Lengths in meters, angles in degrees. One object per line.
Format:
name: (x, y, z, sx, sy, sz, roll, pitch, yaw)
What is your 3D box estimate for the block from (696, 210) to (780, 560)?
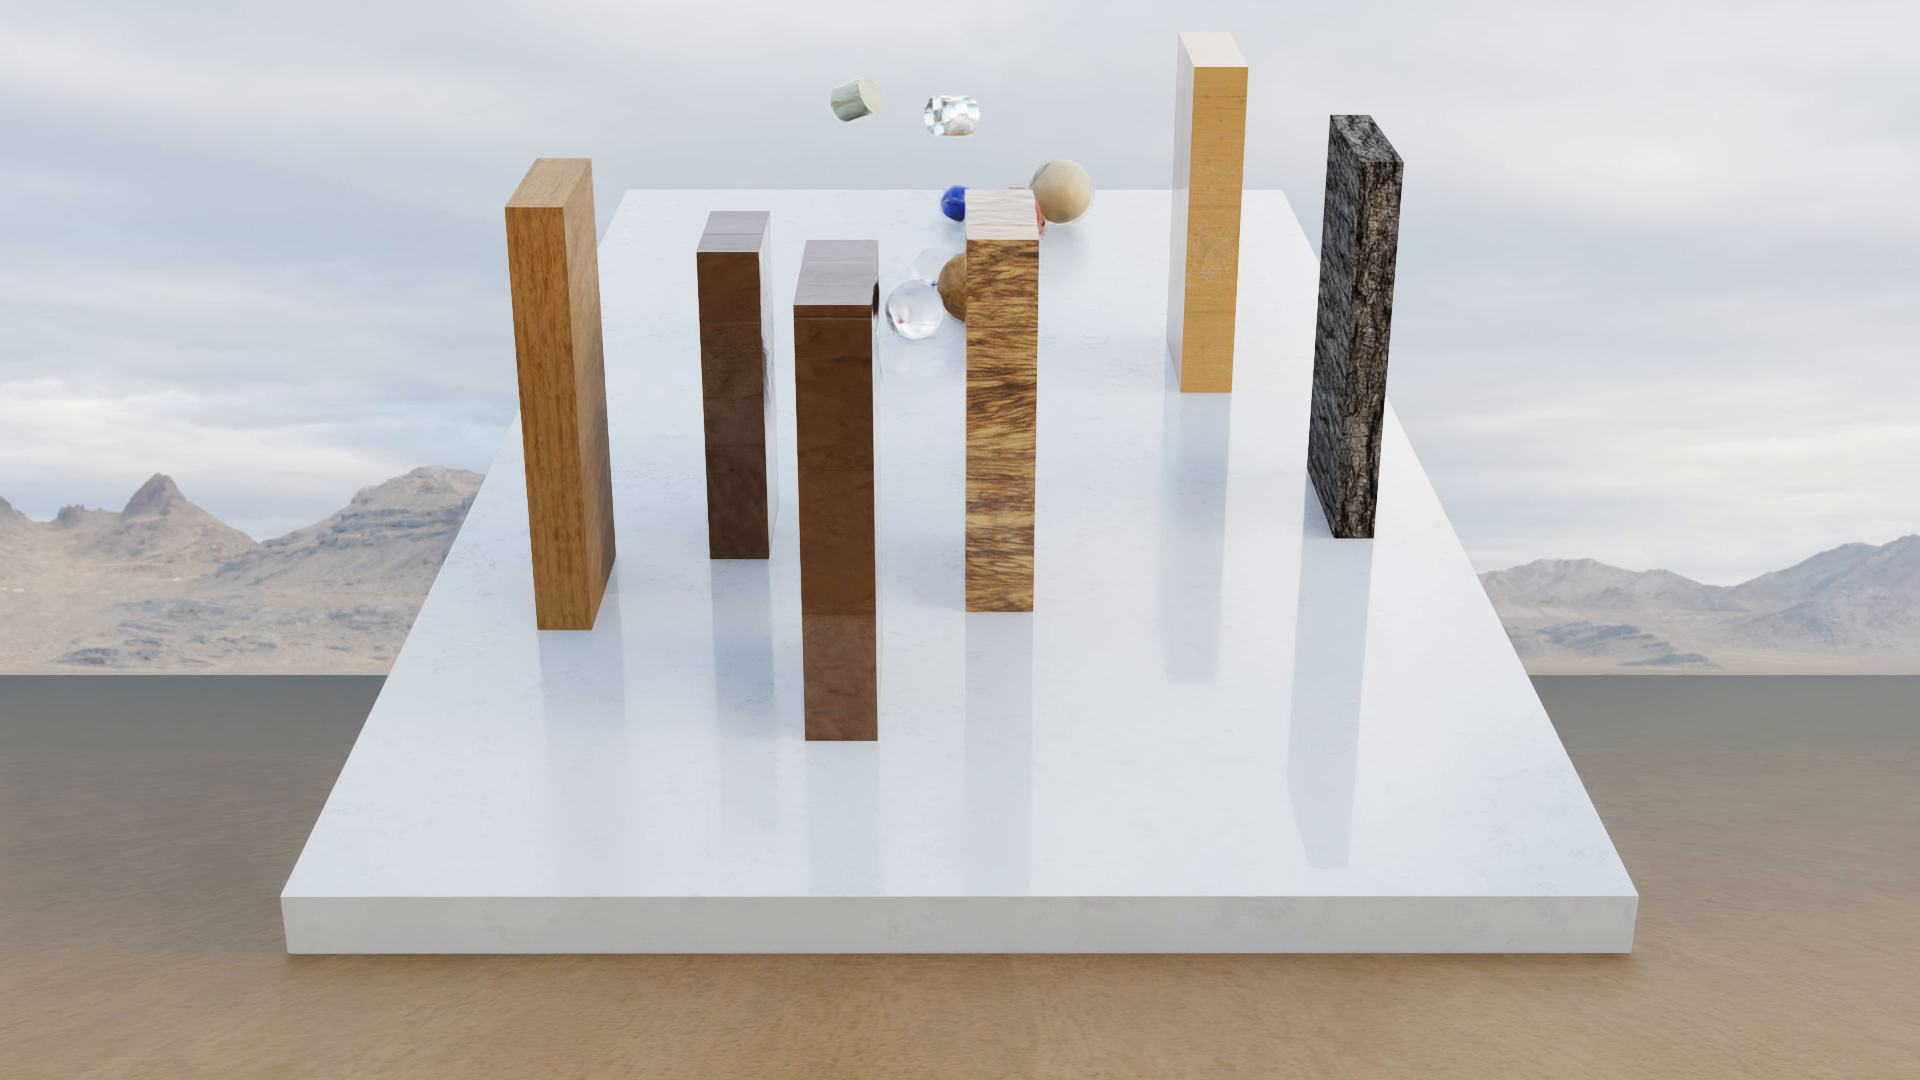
block: (-0.431, -0.304, 4.538, 0.116, 0.621, 0.283, 0, 23, 0)

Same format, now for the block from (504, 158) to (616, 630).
block: (-0.722, -0.266, 4.233, 0.099, 0.793, 0.337, 0, 23, 0)

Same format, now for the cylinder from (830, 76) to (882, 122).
cylinder: (-0.296, -1.259, 6.618, 0.105, 0.105, 0.105, -11, -9, 35)

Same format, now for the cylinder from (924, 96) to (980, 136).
cylinder: (-0.024, -1.263, 6.902, 0.115, 0.115, 0.115, -8, 2, -40)

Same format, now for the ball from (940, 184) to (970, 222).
ball: (-0.003, -0.981, 6.745, 0.105, 0.105, 0.105, 0, -3, 0)

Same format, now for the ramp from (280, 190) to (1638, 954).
ramp: (-0.008, -0.227, 5.268, 2.000, 0.100, 4.000, 0, 23, 0)

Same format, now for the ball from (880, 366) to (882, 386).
ball: (-0.246, -0.376, 5.311, 0.137, 0.137, 0.137, 0, -3, 0)

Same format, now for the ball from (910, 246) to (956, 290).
ball: (-0.059, -0.693, 6.038, 0.142, 0.142, 0.142, 0, -3, 0)

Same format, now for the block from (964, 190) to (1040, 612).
block: (0.073, -0.261, 4.323, 0.126, 0.715, 0.337, 0, 23, 0)

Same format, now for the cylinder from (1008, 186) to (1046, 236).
cylinder: (0.167, -0.917, 6.562, 0.134, 0.134, 0.134, 0, 23, -7)

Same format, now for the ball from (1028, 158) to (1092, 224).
ball: (0.289, -1.005, 6.675, 0.185, 0.185, 0.185, 0, -3, 0)

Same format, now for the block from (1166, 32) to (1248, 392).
block: (0.575, -0.772, 5.443, 0.120, 0.762, 0.391, 0, 23, 0)

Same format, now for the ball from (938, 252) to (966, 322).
ball: (0.034, -0.641, 5.867, 0.182, 0.182, 0.182, 0, -3, 0)

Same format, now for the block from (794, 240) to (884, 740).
block: (-0.197, -0.084, 3.864, 0.120, 0.756, 0.357, 0, 23, 0)

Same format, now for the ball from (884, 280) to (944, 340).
ball: (-0.113, -0.571, 5.749, 0.148, 0.148, 0.148, 0, -3, 0)

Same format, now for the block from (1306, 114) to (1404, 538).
block: (0.787, -0.431, 4.654, 0.080, 0.766, 0.384, 0, 23, 0)
